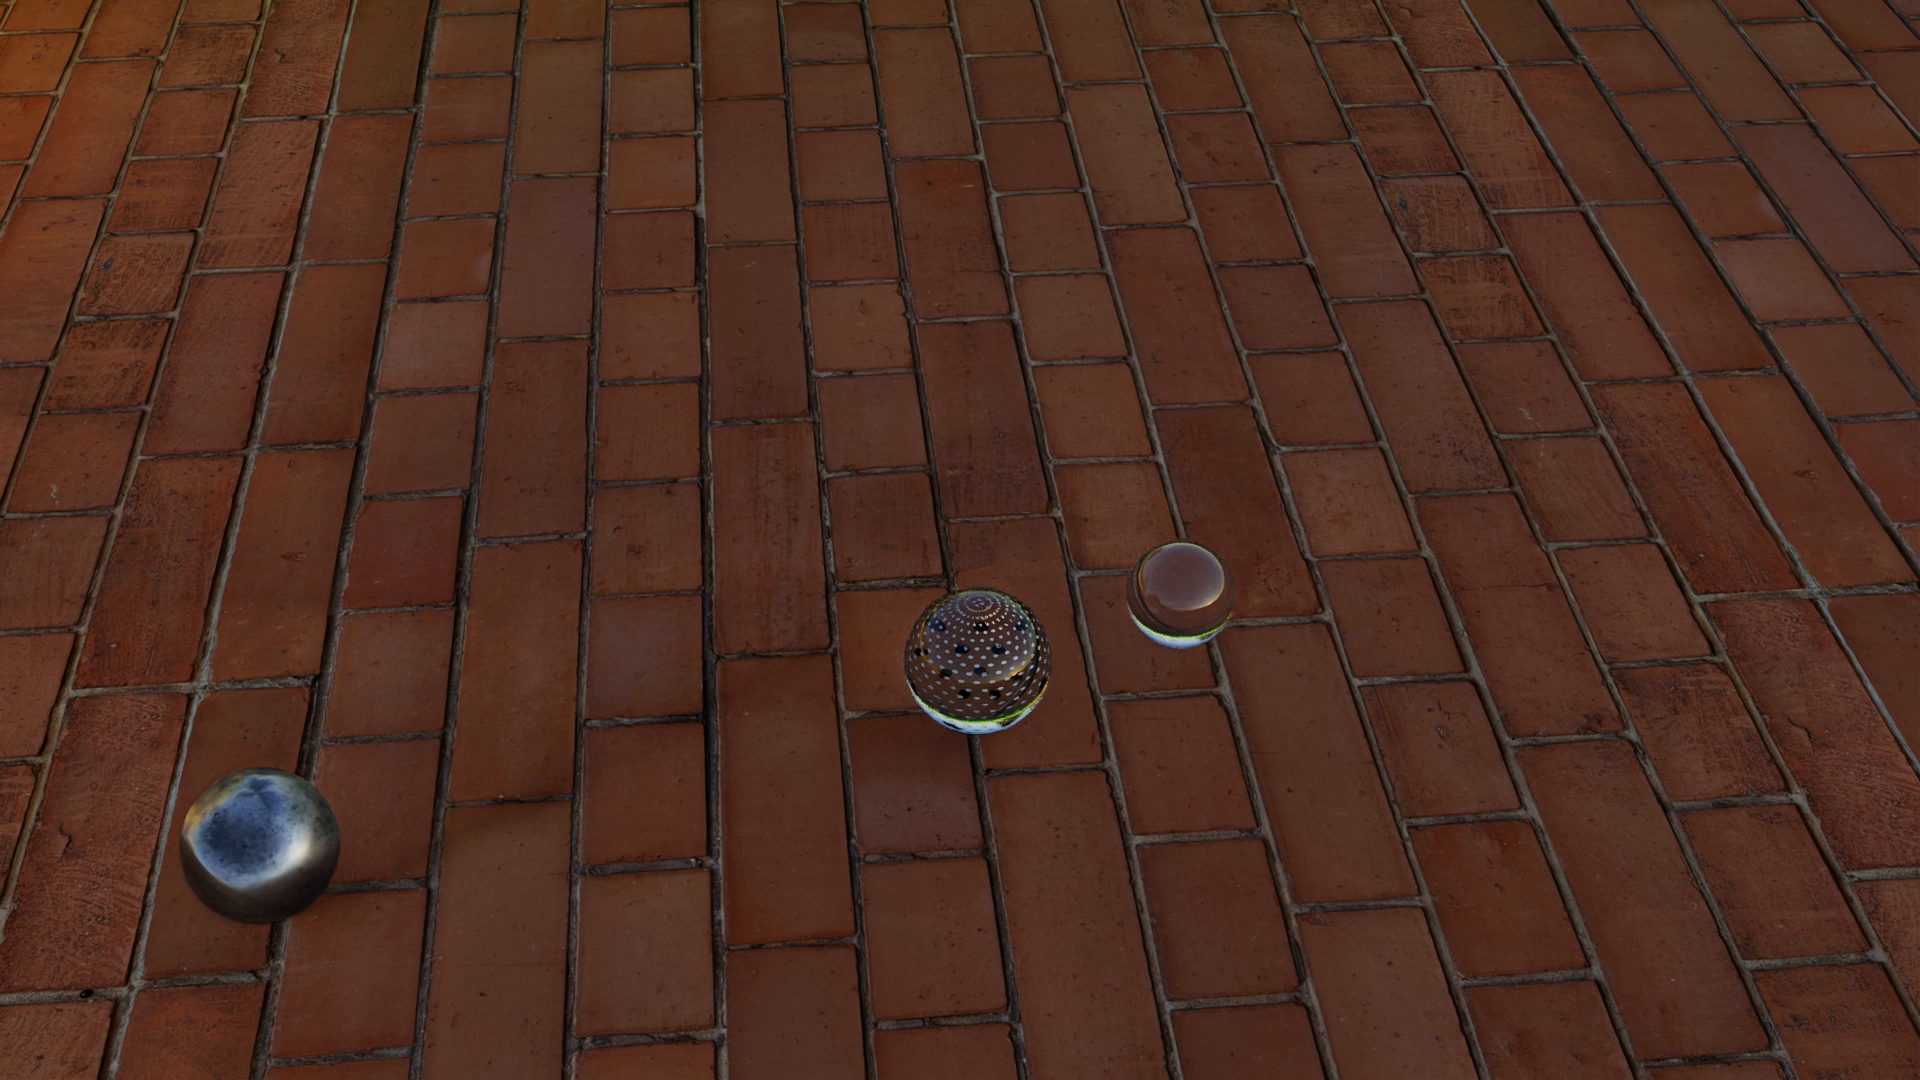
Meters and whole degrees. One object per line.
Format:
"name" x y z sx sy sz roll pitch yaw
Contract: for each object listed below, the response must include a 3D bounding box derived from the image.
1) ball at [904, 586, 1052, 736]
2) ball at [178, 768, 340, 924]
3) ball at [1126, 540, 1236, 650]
"ball" 0.010 0.070 1.493 0.086 0.086 0.086 0 36 0
"ball" -0.374 0.163 1.370 0.083 0.083 0.083 0 36 0
"ball" 0.134 0.033 1.561 0.066 0.066 0.066 0 36 0
